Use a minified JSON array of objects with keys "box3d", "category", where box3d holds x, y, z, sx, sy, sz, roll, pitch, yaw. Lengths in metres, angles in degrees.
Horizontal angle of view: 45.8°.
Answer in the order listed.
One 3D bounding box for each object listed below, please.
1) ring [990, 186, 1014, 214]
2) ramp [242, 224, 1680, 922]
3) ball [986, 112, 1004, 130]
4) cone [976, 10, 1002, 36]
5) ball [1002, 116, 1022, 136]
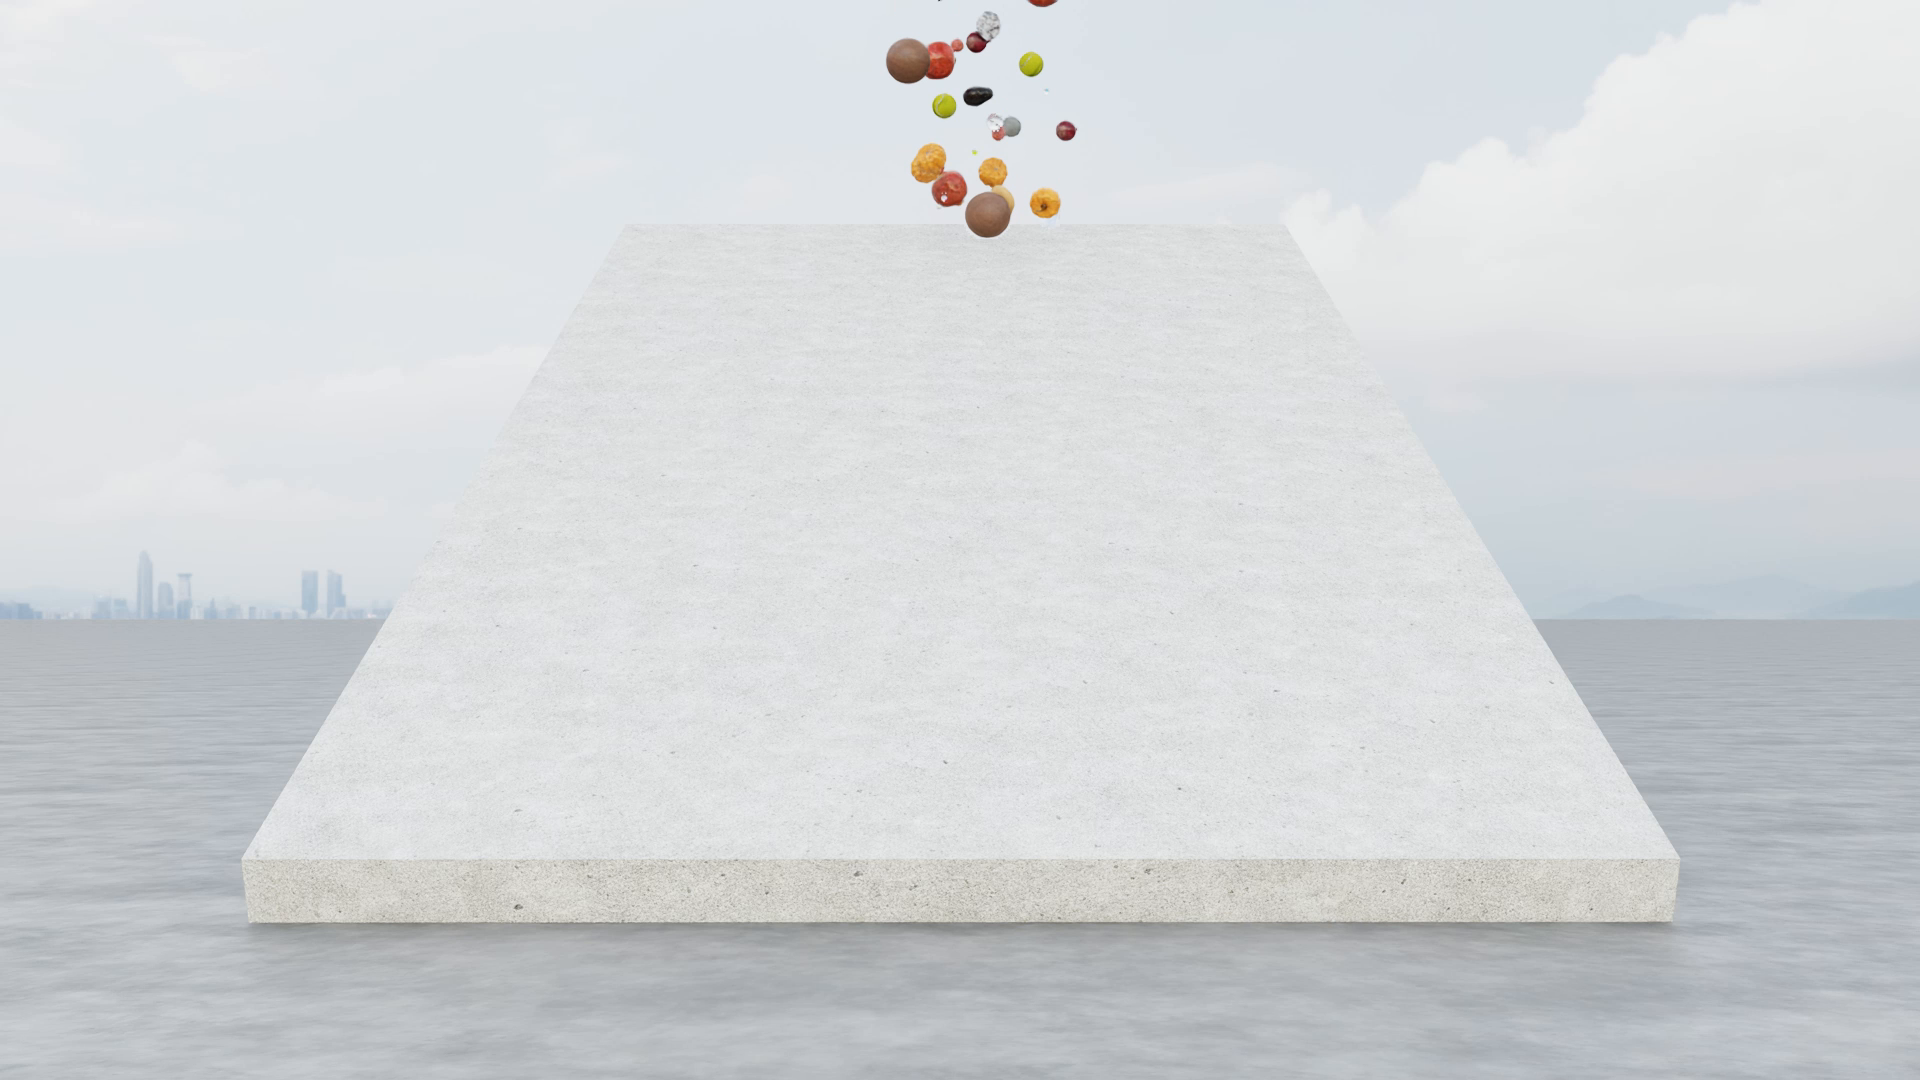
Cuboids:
[{"box3d":[0.120,-0.970,6.489,0.030,0.089,0.089,-37,20,-31],"category":"ring"},{"box3d":[-0.005,-0.211,5.051,2.000,0.100,4.000,0,21,0],"category":"ramp"},{"box3d":[0.100,-1.196,6.503,0.050,0.050,0.050,0,-2,0],"category":"ball"},{"box3d":[0.064,-1.464,6.481,0.077,0.077,0.077,1,-3,-31],"category":"cone"},{"box3d":[0.151,-1.224,6.732,0.061,0.061,0.061,0,-2,0],"category":"ball"}]
